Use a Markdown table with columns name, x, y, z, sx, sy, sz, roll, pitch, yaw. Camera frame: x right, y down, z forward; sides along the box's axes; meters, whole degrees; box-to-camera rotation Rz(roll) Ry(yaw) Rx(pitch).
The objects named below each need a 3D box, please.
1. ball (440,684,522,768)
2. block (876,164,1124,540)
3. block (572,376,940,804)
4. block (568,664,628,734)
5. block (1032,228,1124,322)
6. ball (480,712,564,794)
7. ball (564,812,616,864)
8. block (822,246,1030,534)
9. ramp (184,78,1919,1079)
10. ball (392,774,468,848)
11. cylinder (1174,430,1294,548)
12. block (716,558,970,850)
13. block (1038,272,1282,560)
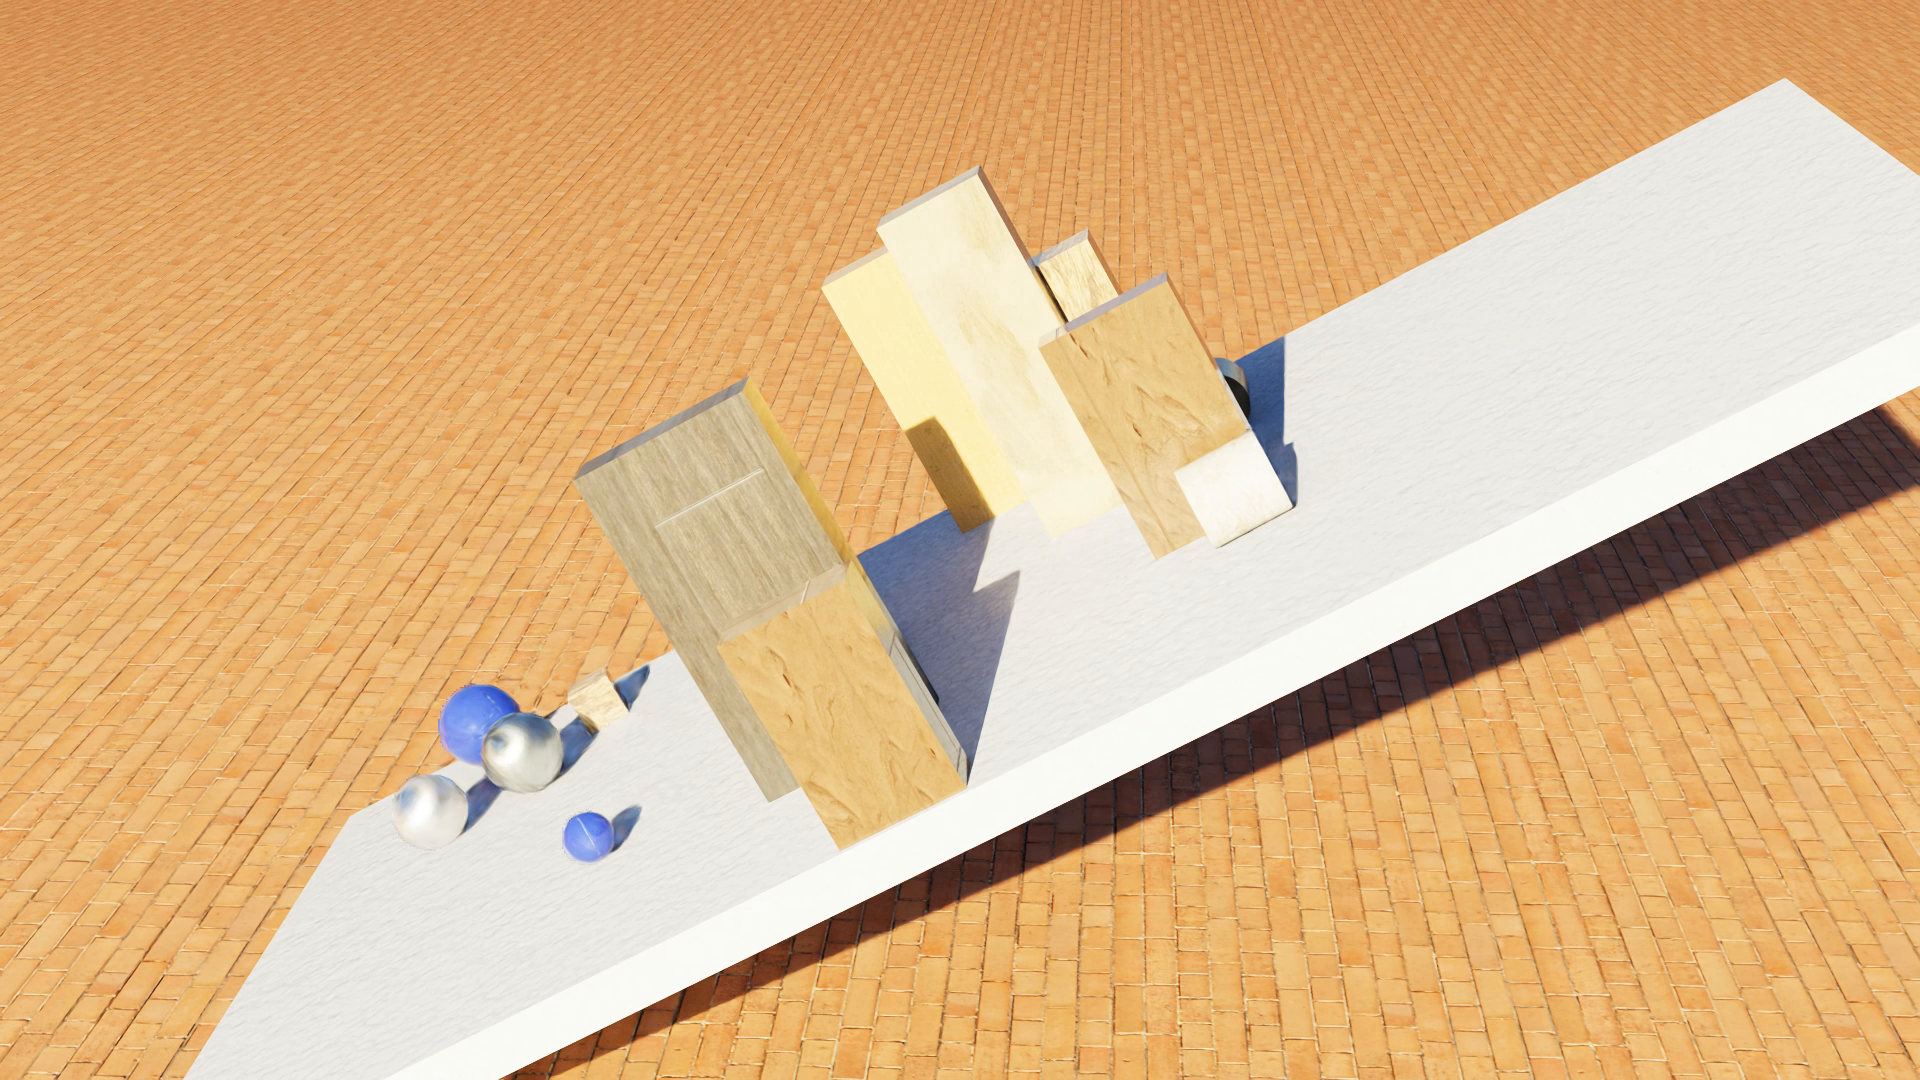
| name | x | y | z | sx | sy | sz | roll | pitch | yaw |
| --- | --- | --- | --- | --- | --- | --- | --- | --- | --- |
| ball | -1.182 | 0.459 | 7.278 | 0.205 | 0.205 | 0.205 | 0 | 18 | 0 |
| block | 0.124 | -0.409 | 6.467 | 0.249 | 0.797 | 0.121 | -27 | 14 | 11 |
| block | -0.396 | 0.103 | 5.806 | 0.382 | 0.761 | 0.120 | -27 | 14 | 11 |
| block | -0.877 | 0.387 | 7.123 | 0.107 | 0.107 | 0.107 | -30 | 14 | -1 |
| block | 0.263 | -0.372 | 6.585 | 0.342 | 0.542 | 0.122 | -27 | 14 | 11 |
| ball | -1.020 | 0.496 | 6.855 | 0.192 | 0.192 | 0.192 | 0 | 18 | 0 |
| ball | -0.770 | 0.618 | 6.110 | 0.108 | 0.108 | 0.108 | 0 | 18 | 0 |
| block | 0.010 | -0.401 | 6.912 | 0.377 | 0.676 | 0.119 | -27 | 14 | 11 |
| ramp | 0.141 | 0.167 | 6.282 | 4.000 | 0.100 | 2.000 | -27 | 14 | 11 |
| ball | -1.233 | 0.631 | 6.852 | 0.173 | 0.173 | 0.173 | 0 | 18 | 0 |
| cylinder | 0.544 | -0.100 | 5.845 | 0.175 | 0.175 | 0.175 | -28 | 17 | 6 |
| block | -0.209 | 0.303 | 5.380 | 0.266 | 0.451 | 0.129 | -27 | 14 | 11 |
| block | 0.407 | -0.250 | 5.952 | 0.290 | 0.505 | 0.092 | -27 | 14 | 11 |
